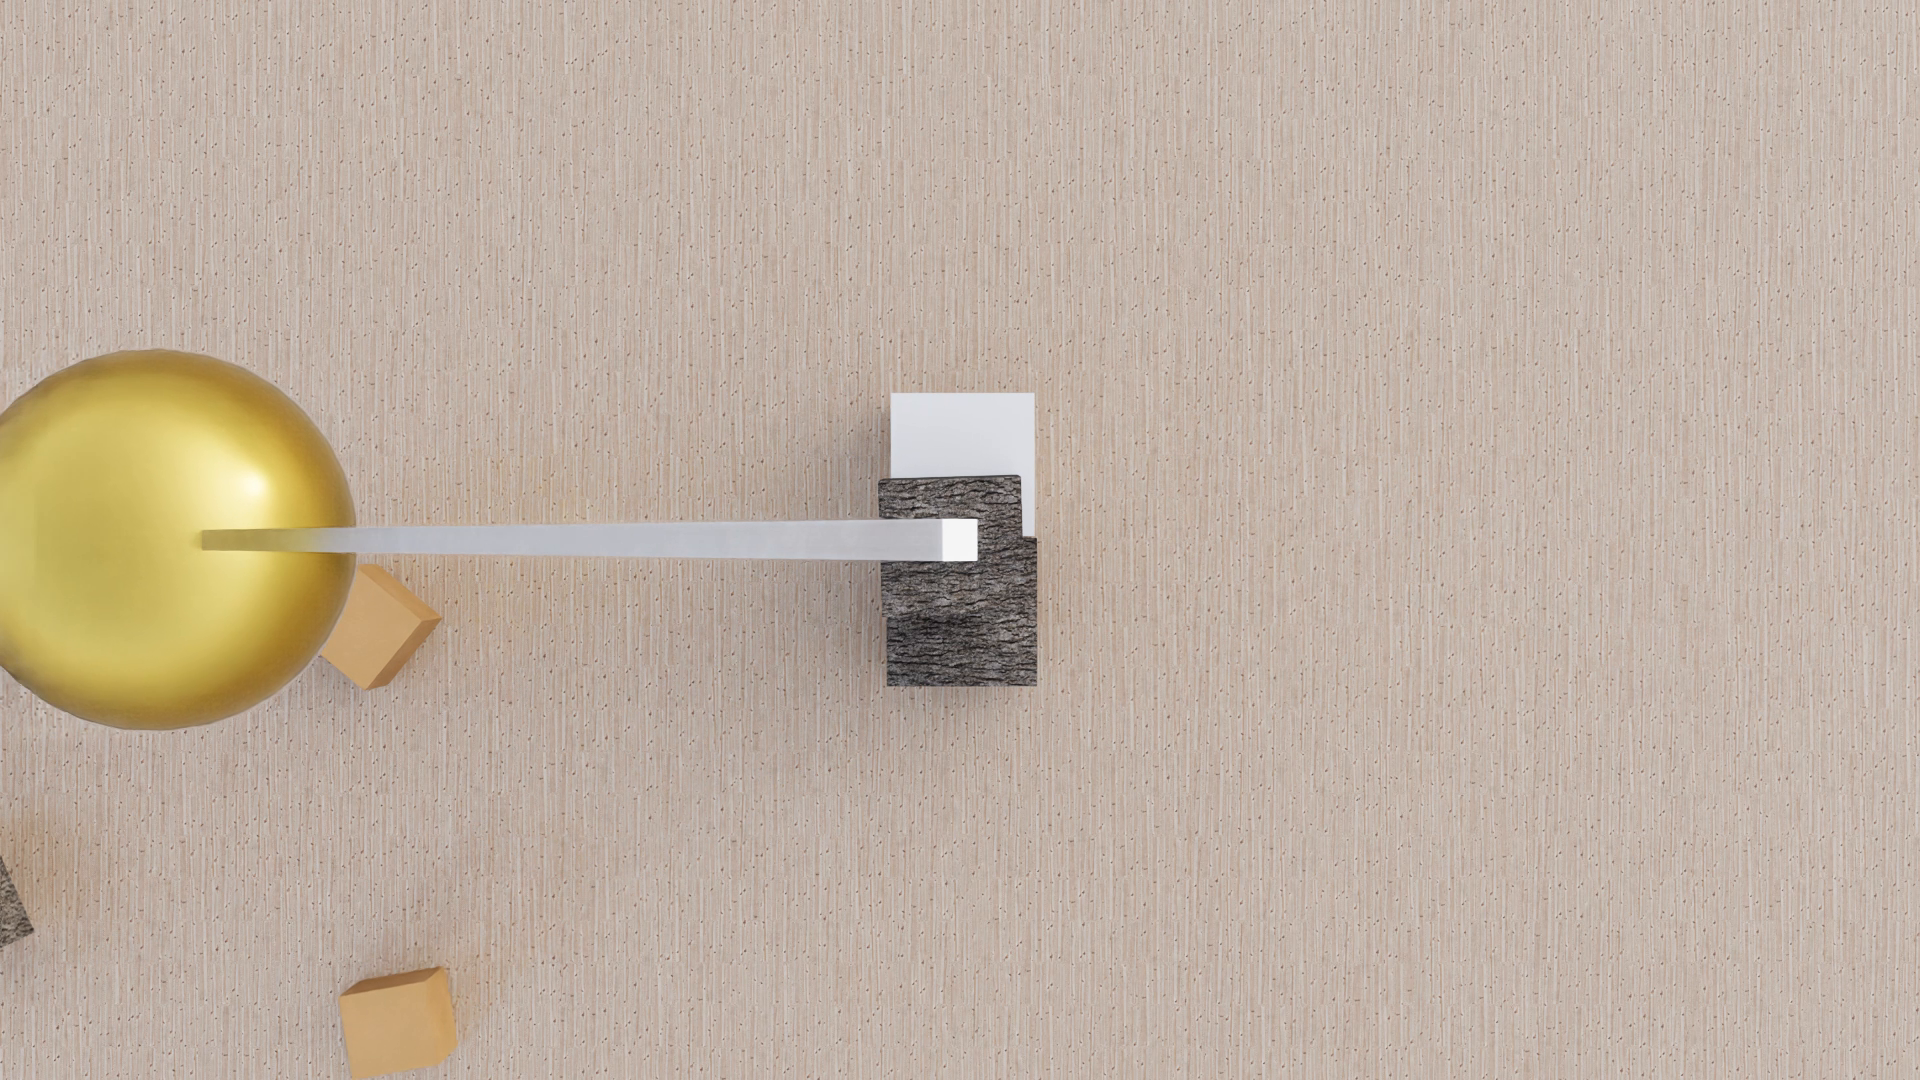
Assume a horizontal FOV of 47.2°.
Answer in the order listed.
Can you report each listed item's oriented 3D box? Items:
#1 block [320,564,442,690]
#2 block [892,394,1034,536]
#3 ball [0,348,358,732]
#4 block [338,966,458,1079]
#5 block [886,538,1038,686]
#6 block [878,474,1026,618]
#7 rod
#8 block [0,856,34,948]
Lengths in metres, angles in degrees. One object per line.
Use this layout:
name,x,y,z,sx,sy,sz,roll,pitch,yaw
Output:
block,-3.414,0.499,12.747,0.503,0.507,0.513,39,90,0
block,0.016,-0.416,12.580,0.793,0.841,0.791,0,90,0
ball,-3.343,0.000,9.191,1.600,1.600,1.600,0,90,0
block,-3.254,2.795,12.764,0.502,0.473,0.481,-10,90,0
block,0.011,0.400,12.588,0.833,0.824,0.823,0,90,0
block,-0.044,0.018,11.752,0.740,0.818,0.704,-2,93,0
rod,-1.449,0.000,6.367,0.080,5.200,0.080,0,90,-34
block,-5.937,2.134,12.653,0.705,0.695,0.724,-24,90,0
